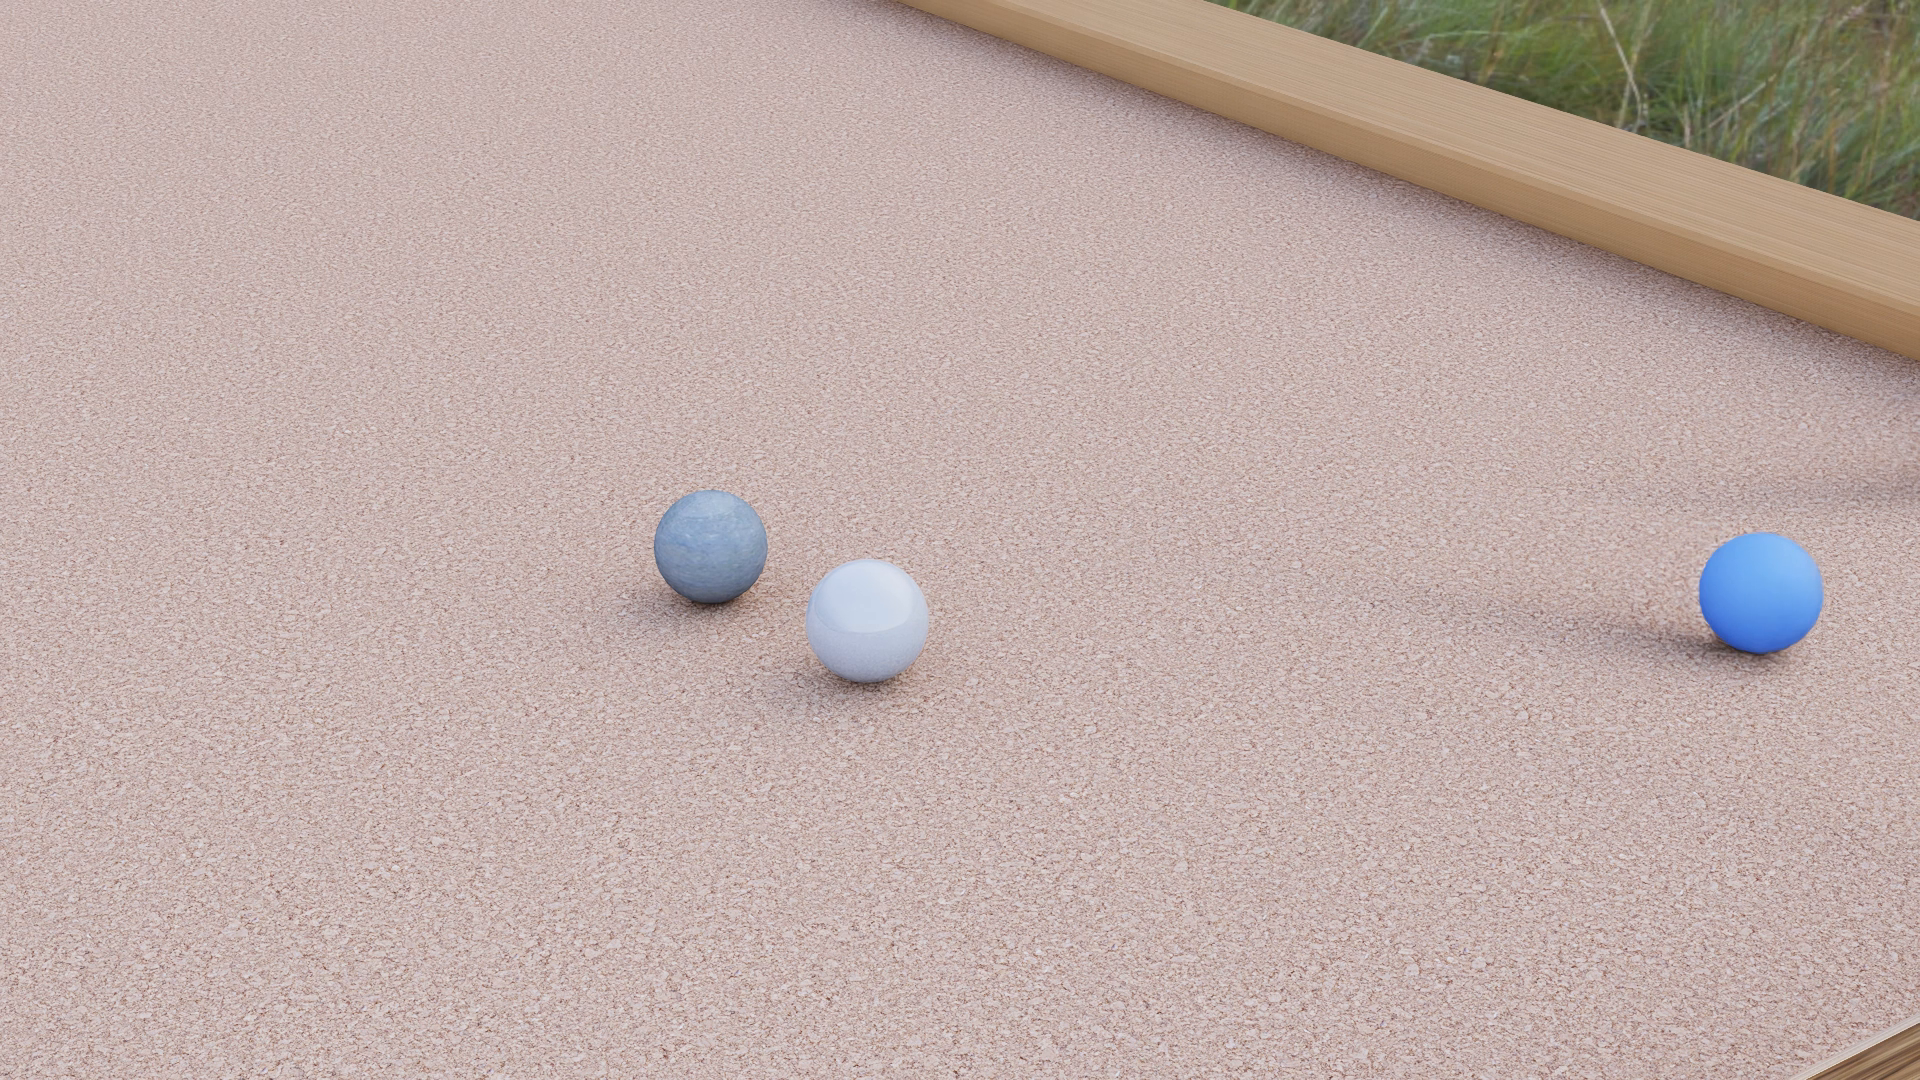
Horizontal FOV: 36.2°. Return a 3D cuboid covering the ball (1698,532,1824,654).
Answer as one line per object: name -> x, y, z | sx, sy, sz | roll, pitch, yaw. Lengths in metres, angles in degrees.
ball -> 0.576, 0.038, 2.113 | 0.087, 0.087, 0.087 | 0, 24, 0

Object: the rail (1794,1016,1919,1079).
rail -> 0.509, 0.275, 1.538 | 1.990, 0.125, 0.045 | -16, 29, -32

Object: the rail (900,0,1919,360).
rail -> 0.270, -0.551, 3.377 | 0.045, 0.125, 3.613 | -16, 29, -32

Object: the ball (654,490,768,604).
ball -> -0.185, 0.005, 2.189 | 0.085, 0.085, 0.085 | 0, 24, 0

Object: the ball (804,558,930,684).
ball -> -0.065, 0.057, 2.070 | 0.087, 0.087, 0.087 | 0, 24, 0
